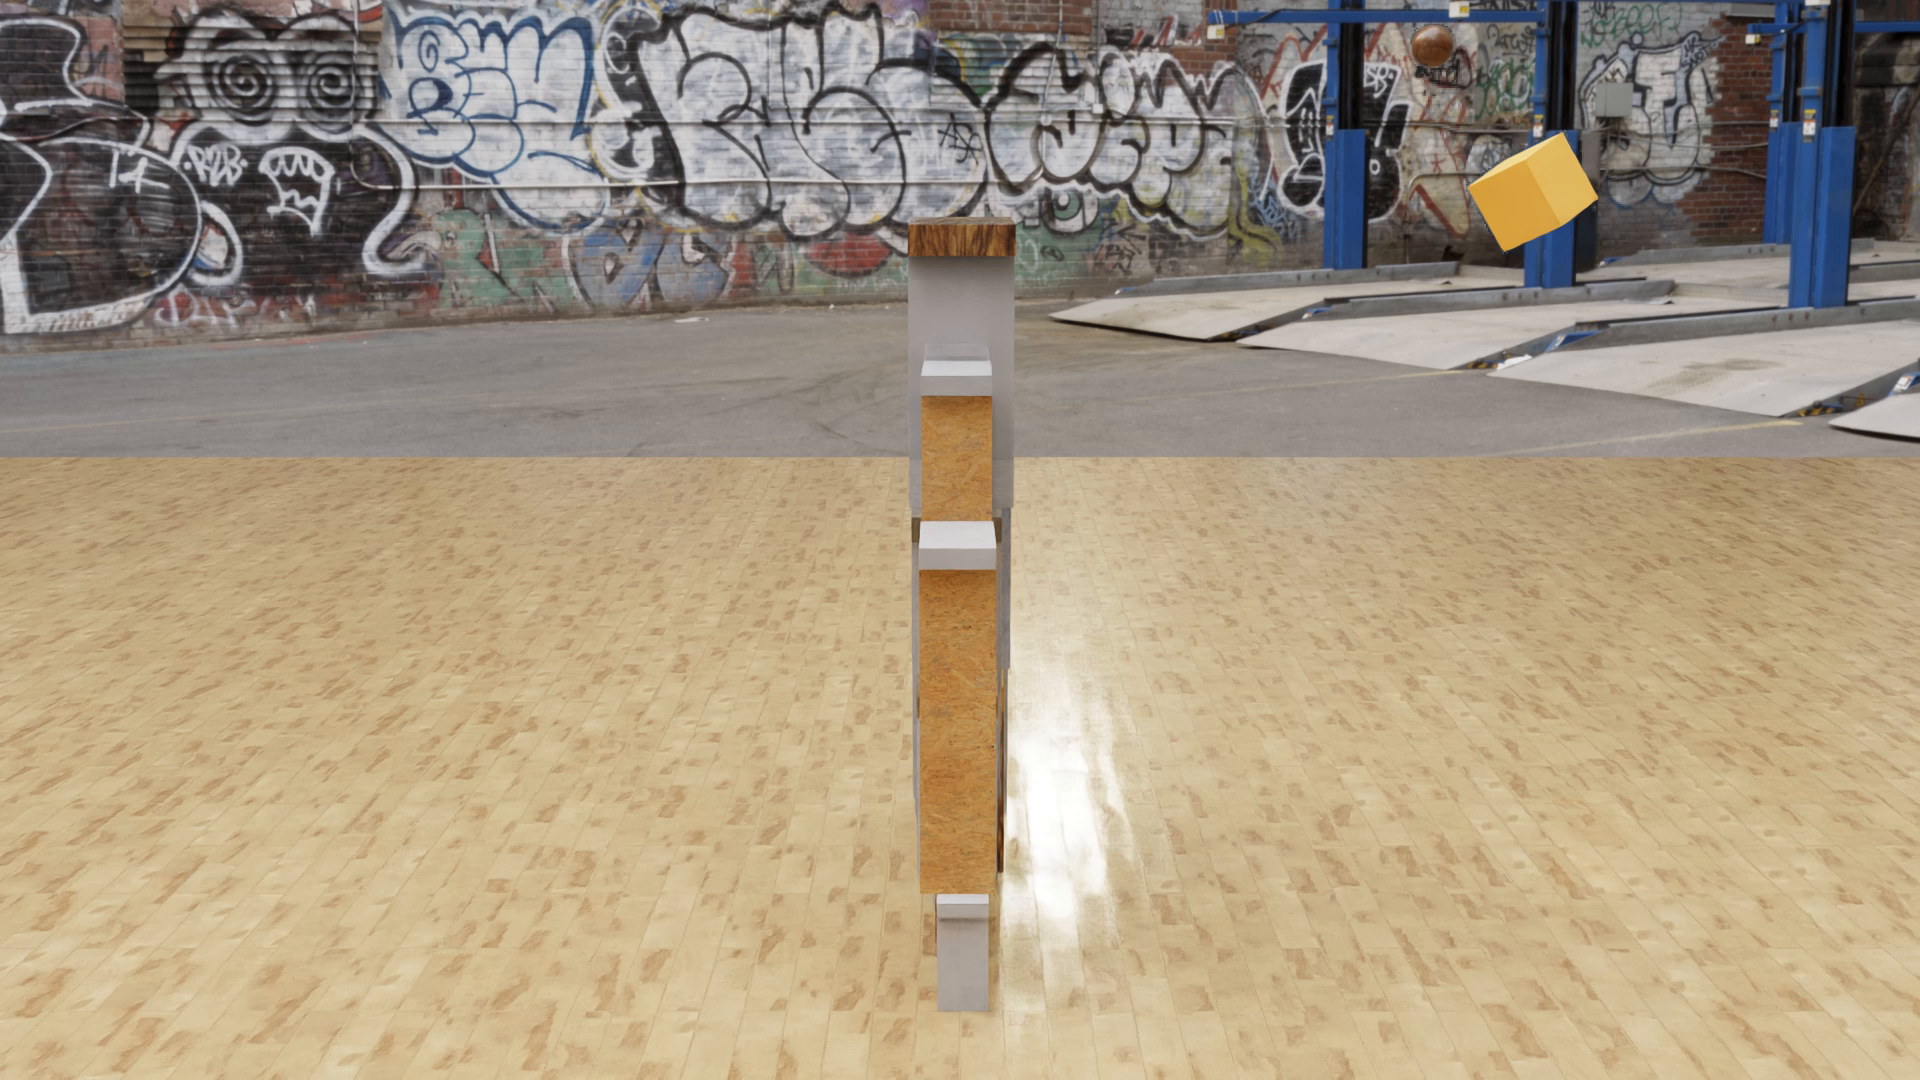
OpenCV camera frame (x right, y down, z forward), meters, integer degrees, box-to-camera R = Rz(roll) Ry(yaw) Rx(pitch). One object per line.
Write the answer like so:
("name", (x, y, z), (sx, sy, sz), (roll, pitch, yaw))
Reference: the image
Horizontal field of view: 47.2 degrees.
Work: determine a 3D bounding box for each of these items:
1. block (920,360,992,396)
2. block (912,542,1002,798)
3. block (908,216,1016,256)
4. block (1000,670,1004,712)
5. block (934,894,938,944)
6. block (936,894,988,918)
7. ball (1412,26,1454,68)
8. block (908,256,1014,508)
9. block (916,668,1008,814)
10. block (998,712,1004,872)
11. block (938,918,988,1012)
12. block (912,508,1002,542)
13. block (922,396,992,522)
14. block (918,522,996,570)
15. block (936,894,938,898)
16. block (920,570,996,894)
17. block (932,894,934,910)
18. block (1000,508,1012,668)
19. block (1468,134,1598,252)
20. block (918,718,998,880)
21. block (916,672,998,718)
("block", (-0.005, -0.247, 3.343), (0.105, 0.030, 0.210), (0, 11, 0))
("block", (-0.005, 0.204, 3.528), (0.141, 0.424, 0.040), (0, 11, 0))
("block", (0.003, -0.496, 3.579), (0.167, 0.047, 0.335), (0, 10, 0))
("block", (0.001, 0.240, 3.833), (0.147, 0.042, 0.293), (0, 11, 0))
("block", (-0.004, 0.561, 3.442), (0.070, 0.140, 0.020), (0, 11, 0))
("block", (0.004, 0.515, 3.208), (0.074, 0.021, 0.148), (0, 11, 0))
("ball", (1.507, -1.574, 7.013), (0.133, 0.133, 0.133), (0, 11, 0))
("block", (0.002, -0.254, 3.510), (0.167, 0.403, 0.047), (0, 11, 0))
("block", (0.002, 0.174, 4.056), (0.171, 0.677, 0.048), (0, 11, 0))
("block", (0.001, 0.422, 3.768), (0.147, 0.293, 0.042), (0, 11, 0))
("block", (0.004, 0.607, 3.175), (0.074, 0.148, 0.021), (0, 11, 0))
("block", (-0.006, -0.042, 3.578), (0.141, 0.040, 0.283), (0, 11, 0))
("block", (-0.005, -0.006, 3.317), (0.105, 0.434, 0.030), (0, 10, 0))
("block", (-0.004, 0.007, 3.168), (0.108, 0.031, 0.216), (0, 11, 0))
("block", (-0.003, 0.515, 3.342), (0.063, 0.018, 0.125), (0, 11, 0))
("block", (-0.003, 0.271, 3.144), (0.108, 0.481, 0.031), (0, 11, 0))
("block", (-0.002, 0.519, 3.587), (0.085, 0.169, 0.024), (0, 11, 0))
("block", (0.002, 0.051, 3.801), (0.171, 0.342, 0.048), (0, 11, 0))
("block", (1.512, -0.916, 5.802), (0.198, 0.198, 0.198), (-35, 8, -37))
("block", (-0.004, 0.382, 3.305), (0.120, 0.257, 0.034), (0, 11, 0))
("block", (-0.003, 0.224, 3.357), (0.120, 0.034, 0.239), (0, 11, 0))
